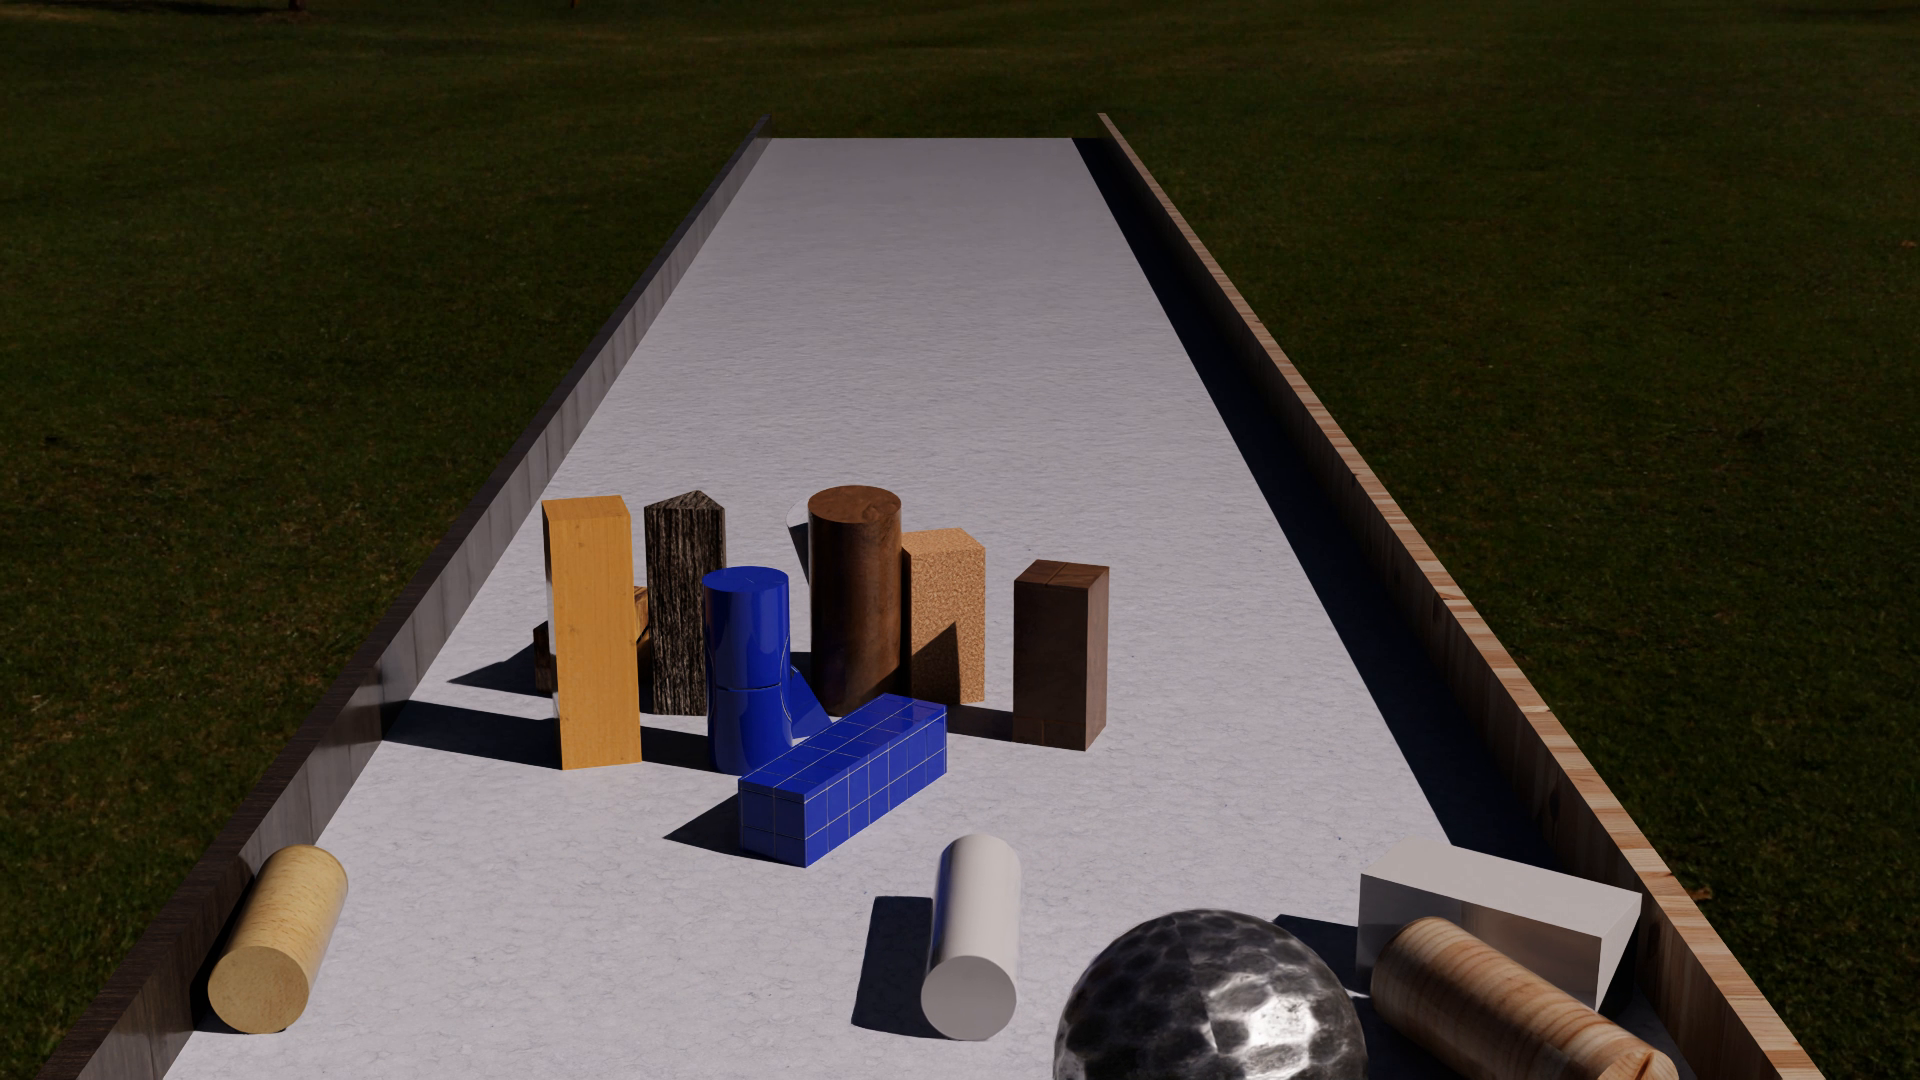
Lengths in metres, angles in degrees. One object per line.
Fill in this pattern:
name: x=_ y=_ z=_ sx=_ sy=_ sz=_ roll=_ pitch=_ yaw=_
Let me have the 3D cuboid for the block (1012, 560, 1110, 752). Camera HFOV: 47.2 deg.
block: x=0.183 y=0.208 z=3.988 sx=0.137 sy=0.308 sz=0.137 roll=6 pitch=17 yaw=18

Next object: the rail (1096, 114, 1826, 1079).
rail: x=0.932 y=-0.844 z=7.801 sx=0.050 sy=0.150 sz=12.000 roll=0 pitch=17 yaw=-1

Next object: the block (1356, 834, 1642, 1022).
block: x=0.751 y=0.554 z=3.079 sx=0.345 sy=0.161 sz=0.161 roll=11 pitch=20 yaw=33

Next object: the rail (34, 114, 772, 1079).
rail: x=-1.118 y=-0.838 z=7.780 sx=0.050 sy=0.150 sz=12.000 roll=0 pitch=17 yaw=-1

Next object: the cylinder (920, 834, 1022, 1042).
cylinder: x=0.020 y=0.557 z=3.128 sx=0.128 sy=0.128 sz=0.391 roll=1 pitch=17 yaw=2

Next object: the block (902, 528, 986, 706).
block: x=-0.045 y=0.148 z=4.192 sx=0.146 sy=0.305 sz=0.146 roll=-5 pitch=17 yaw=-18

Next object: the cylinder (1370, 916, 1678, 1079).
cylinder: x=0.711 y=0.635 z=2.806 sx=0.163 sy=0.163 sz=0.396 roll=-8 pitch=19 yaw=-26

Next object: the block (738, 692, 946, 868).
block: x=-0.189 y=0.394 z=3.679 sx=0.126 sy=0.126 sz=0.450 roll=9 pitch=19 yaw=28

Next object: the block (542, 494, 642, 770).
block: x=-0.650 y=0.162 z=3.882 sx=0.139 sy=0.455 sz=0.139 roll=-5 pitch=17 yaw=-15

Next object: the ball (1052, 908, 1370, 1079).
ball: x=0.289 y=0.610 z=2.540 sx=0.363 sy=0.363 sz=0.363 roll=0 pitch=17 yaw=0

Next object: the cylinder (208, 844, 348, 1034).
cylinder: x=-0.960 y=0.559 z=3.114 sx=0.133 sy=0.133 sz=0.326 roll=-2 pitch=17 yaw=-6

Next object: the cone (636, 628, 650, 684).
cone: x=-0.615 y=0.239 z=4.308 sx=0.135 sy=0.135 sz=0.345 roll=8 pitch=29 yaw=25

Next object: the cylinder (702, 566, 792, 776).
cylinder: x=-0.372 y=0.229 z=3.862 sx=0.150 sy=0.338 sz=0.150 roll=0 pitch=17 yaw=0

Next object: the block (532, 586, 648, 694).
block: x=-0.710 y=0.196 z=4.343 sx=0.128 sy=0.128 sz=0.306 roll=5 pitch=17 yaw=16

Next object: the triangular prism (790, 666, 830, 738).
triangular prism: x=-0.358 y=0.259 z=4.125 sx=0.145 sy=0.125 sz=0.305 roll=-7 pitch=18 yaw=-24

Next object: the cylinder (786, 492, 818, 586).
cylinder: x=-0.223 y=0.086 z=4.270 sx=0.135 sy=0.356 sz=0.135 roll=-11 pitch=35 yaw=8

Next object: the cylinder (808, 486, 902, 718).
cylinder: x=-0.195 y=0.115 z=4.101 sx=0.172 sy=0.400 sz=0.172 roll=1 pitch=25 yaw=0

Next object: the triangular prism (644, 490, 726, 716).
triangular prism: x=-0.498 y=0.117 z=4.127 sx=0.147 sy=0.402 sz=0.128 roll=1 pitch=16 yaw=5
